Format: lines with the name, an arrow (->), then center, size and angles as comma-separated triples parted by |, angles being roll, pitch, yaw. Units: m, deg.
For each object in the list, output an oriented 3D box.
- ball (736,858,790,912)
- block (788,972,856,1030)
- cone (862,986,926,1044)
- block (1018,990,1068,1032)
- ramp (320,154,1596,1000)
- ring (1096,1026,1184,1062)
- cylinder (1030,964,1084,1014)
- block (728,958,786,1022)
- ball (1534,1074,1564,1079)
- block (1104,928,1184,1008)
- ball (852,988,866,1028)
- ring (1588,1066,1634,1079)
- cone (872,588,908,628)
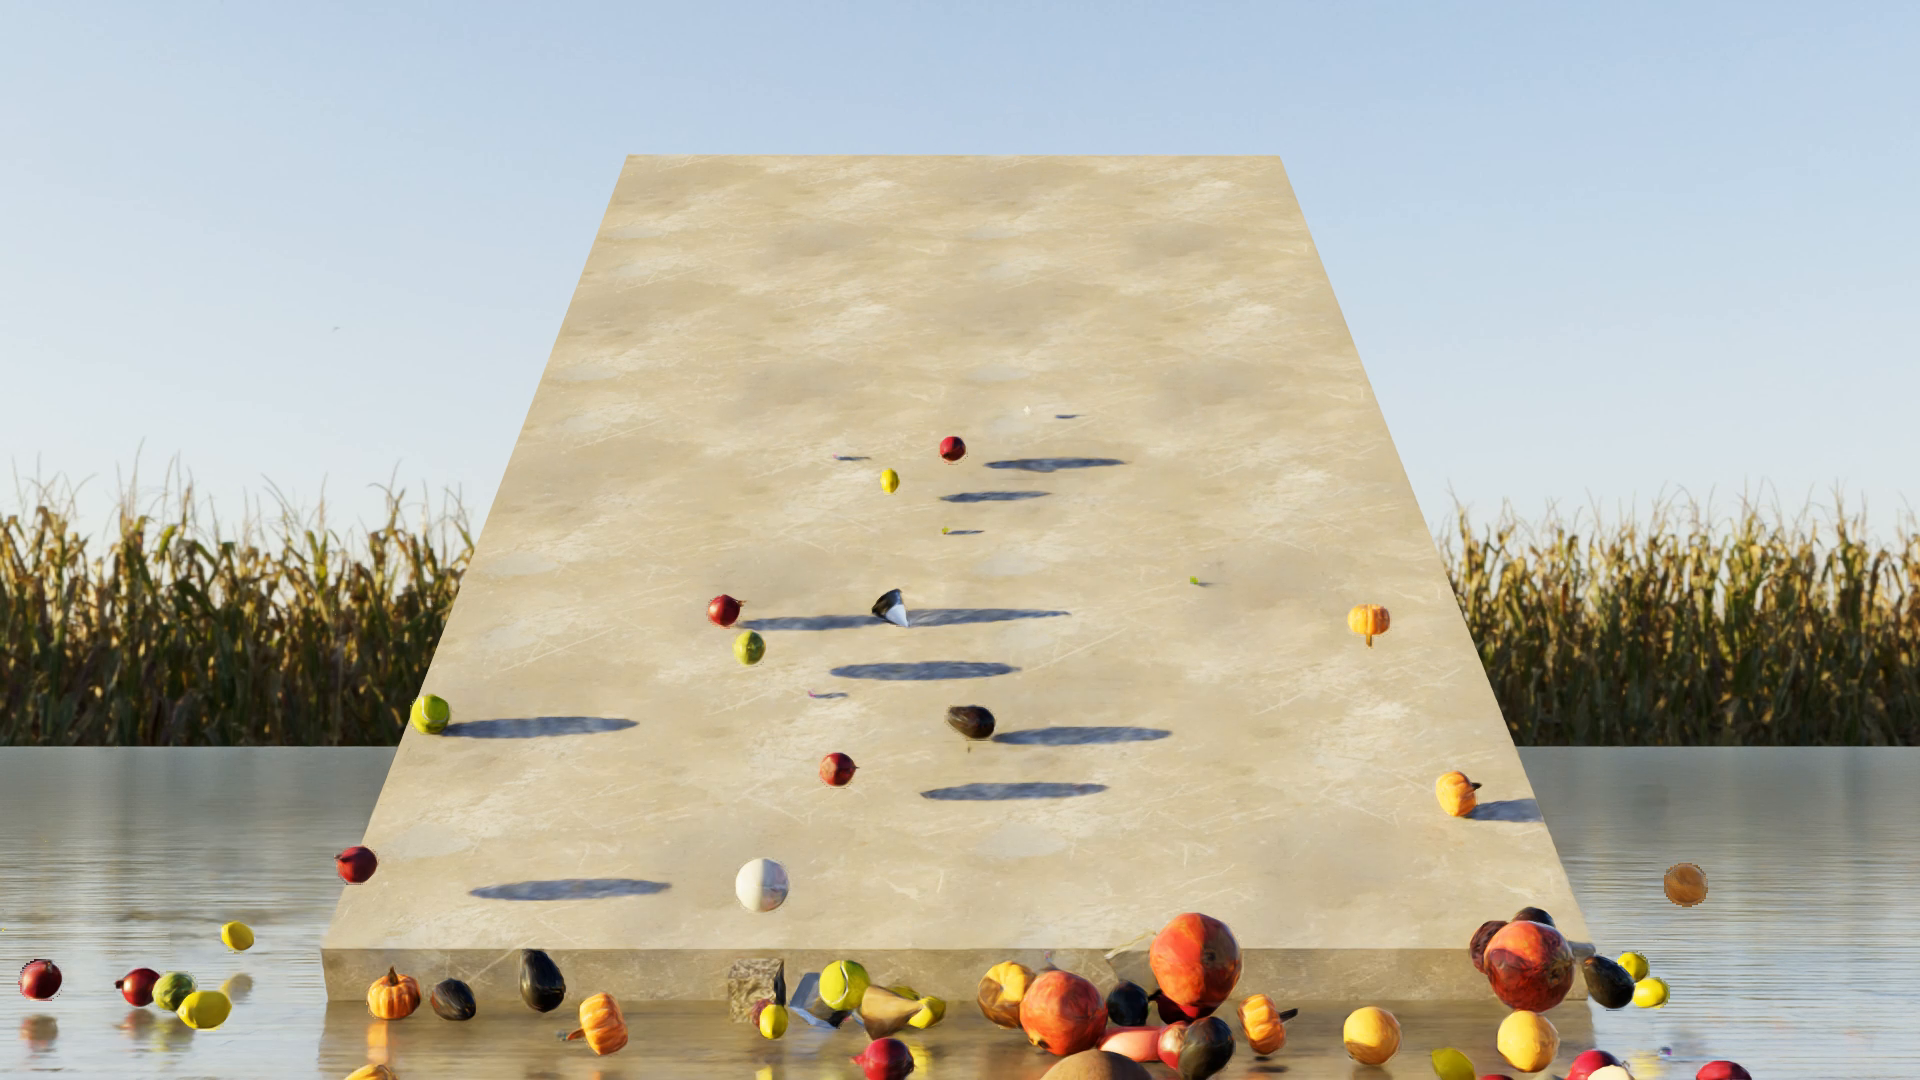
ball -> -0.273, 0.478, 3.287 | 0.075, 0.075, 0.075 | 0, -5, 0
block -> -0.198, 0.660, 3.402 | 0.056, 0.056, 0.056 | -6, -42, 49
cone -> -0.078, 0.632, 3.190 | 0.078, 0.078, 0.078 | -15, -11, 27
block -> 0.118, 0.672, 3.388 | 0.053, 0.053, 0.053 | 2, -5, -27
ramp -> -0.011, -0.226, 5.525 | 2.000, 0.100, 4.000 | 0, 27, 0
ring -> 0.233, 0.654, 3.080 | 0.114, 0.038, 0.114 | -1, -6, 0
cylinder -> 0.141, 0.661, 3.473 | 0.059, 0.059, 0.059 | 36, 9, 21
block -> -0.299, 0.662, 3.492 | 0.069, 0.069, 0.069 | -1, 16, 7
ball -> 0.624, 0.595, 2.510 | 0.058, 0.058, 0.058 | 0, -5, 0
block -> 0.270, 0.633, 3.508 | 0.082, 0.082, 0.082 | -29, -5, -4
ball -> -0.128, 0.672, 3.407 | 0.056, 0.056, 0.056 | 0, -5, 0
ring -> 0.665, 0.576, 2.429 | 0.026, 0.077, 0.077 | 21, -13, -25
cone -> -0.122, 0.147, 4.650 | 0.073, 0.073, 0.073 | -33, -24, -17
